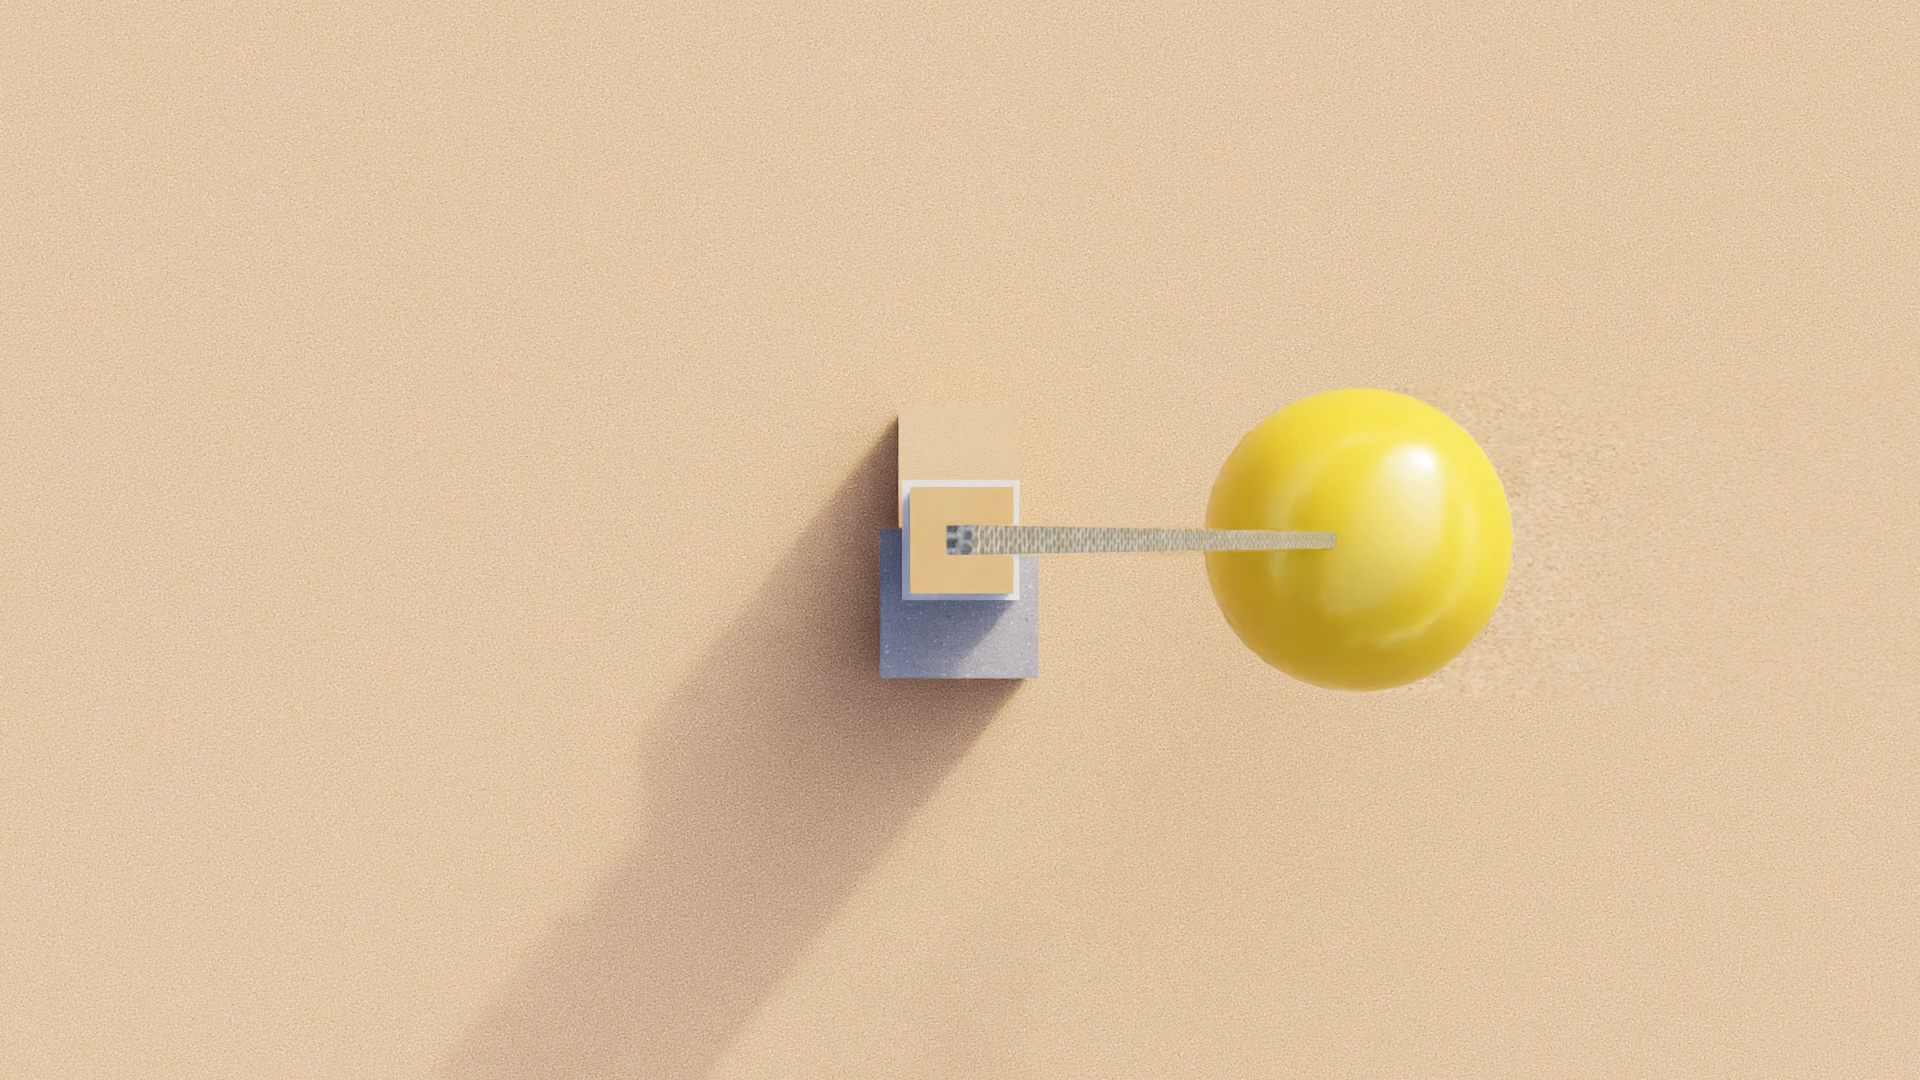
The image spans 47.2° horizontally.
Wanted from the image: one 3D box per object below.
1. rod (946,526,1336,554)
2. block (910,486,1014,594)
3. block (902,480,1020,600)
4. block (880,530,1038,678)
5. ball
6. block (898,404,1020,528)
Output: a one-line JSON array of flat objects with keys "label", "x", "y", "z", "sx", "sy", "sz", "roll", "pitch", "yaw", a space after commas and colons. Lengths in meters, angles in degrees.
[{"label": "rod", "x": 0.899, "y": 0.000, "z": 8.325, "sx": 0.080, "sy": 5.200, "sz": 0.080, "roll": 0, "pitch": 90, "yaw": 20}, {"label": "block", "x": 0.010, "y": 0.000, "z": 11.388, "sx": 0.524, "sy": 0.490, "sz": 0.541, "roll": 0, "pitch": 90, "yaw": 0}, {"label": "block", "x": 0.004, "y": 0.000, "z": 11.912, "sx": 0.619, "sy": 0.559, "sz": 0.635, "roll": 0, "pitch": 90, "yaw": 0}, {"label": "block", "x": -0.003, "y": 0.353, "z": 12.596, "sx": 0.880, "sy": 0.808, "sz": 0.827, "roll": 0, "pitch": 90, "yaw": 0}, {"label": "ball", "x": 2.074, "y": 0.000, "z": 11.516, "sx": 1.600, "sy": 1.600, "sz": 1.600, "roll": 0, "pitch": 90, "yaw": 0}, {"label": "block", "x": -0.001, "y": -0.419, "z": 12.697, "sx": 0.688, "sy": 0.607, "sz": 0.696, "roll": 0, "pitch": 90, "yaw": 0}]
